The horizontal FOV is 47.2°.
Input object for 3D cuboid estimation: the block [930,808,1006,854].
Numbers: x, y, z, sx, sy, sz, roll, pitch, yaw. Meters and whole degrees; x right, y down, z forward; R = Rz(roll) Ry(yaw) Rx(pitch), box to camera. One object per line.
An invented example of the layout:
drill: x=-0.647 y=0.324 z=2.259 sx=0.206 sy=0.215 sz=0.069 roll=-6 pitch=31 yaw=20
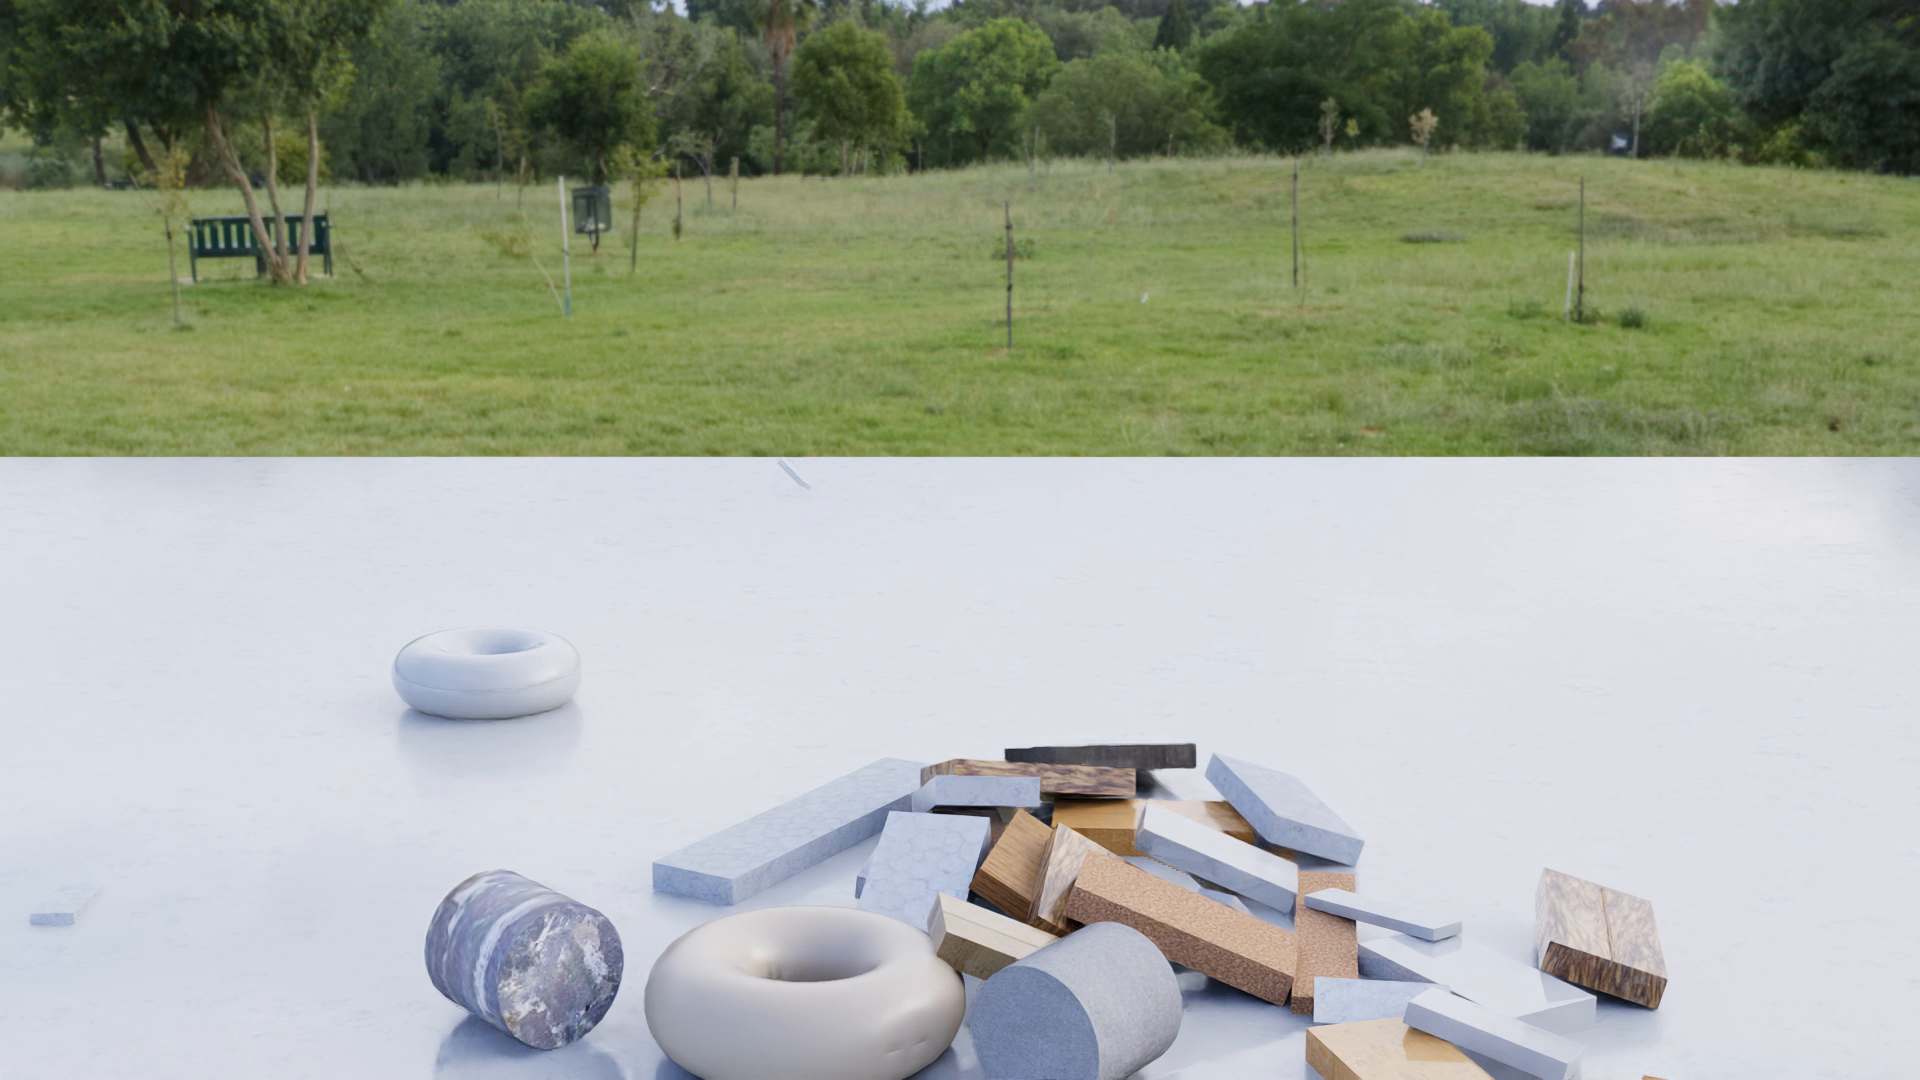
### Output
block: x=0.024 y=0.505 z=3.634 sx=0.116 sy=0.033 sz=0.232 roll=4 pitch=15 yaw=-10

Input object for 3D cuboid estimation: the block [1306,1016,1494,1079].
block: x=0.604 y=0.719 z=2.846 sx=0.165 sy=0.047 sz=0.387 roll=-3 pitch=11 yaw=-15

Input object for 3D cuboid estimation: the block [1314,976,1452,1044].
block: x=0.596 y=0.665 z=3.108 sx=0.191 sy=0.027 sz=0.095 roll=2 pitch=30 yaw=9

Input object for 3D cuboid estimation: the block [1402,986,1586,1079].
block: x=0.725 y=0.671 z=2.985 sx=0.222 sy=0.031 sz=0.111 roll=18 pitch=8 yaw=27

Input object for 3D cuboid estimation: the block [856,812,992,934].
block: x=-0.063 y=0.550 z=3.419 sx=0.165 sy=0.047 sz=0.330 roll=2 pitch=33 yaw=12

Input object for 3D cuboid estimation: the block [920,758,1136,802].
block: x=0.123 y=0.442 z=4.017 sx=0.352 sy=0.050 sz=0.176 roll=5 pitch=-13 yaw=-21

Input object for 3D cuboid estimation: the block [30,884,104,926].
block: x=-1.458 y=0.594 z=3.591 sx=0.070 sy=0.020 sz=0.139 roll=0 pitch=11 yaw=-3

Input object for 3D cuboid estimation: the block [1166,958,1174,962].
block: x=0.333 y=0.631 z=3.397 sx=0.130 sy=0.018 sz=0.065 roll=-2 pitch=11 yaw=-9

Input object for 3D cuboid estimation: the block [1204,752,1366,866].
block: x=0.576 y=0.479 z=3.939 sx=0.172 sy=0.049 sz=0.345 roll=17 pitch=9 yaw=-16

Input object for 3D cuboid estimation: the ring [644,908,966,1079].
ring: x=-0.214 y=0.632 z=3.047 sx=0.446 sy=0.149 sz=0.446 roll=1 pitch=10 yaw=0

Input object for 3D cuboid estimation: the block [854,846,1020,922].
block: x=0.038 y=0.568 z=3.543 sx=0.391 sy=0.039 sz=0.136 roll=9 pitch=15 yaw=10

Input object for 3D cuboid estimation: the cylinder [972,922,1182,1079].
cylinder: x=0.155 y=0.630 z=2.904 sx=0.201 sy=0.201 sz=0.201 roll=8 pitch=13 yaw=36

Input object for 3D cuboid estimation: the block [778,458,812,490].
block: x=-0.584 y=-0.233 z=7.789 sx=0.140 sy=0.020 sz=0.070 roll=45 pitch=9 yaw=32

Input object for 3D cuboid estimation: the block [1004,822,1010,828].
block: x=0.048 y=0.515 z=3.839 sx=0.139 sy=0.020 sz=0.070 roll=0 pitch=10 yaw=-2

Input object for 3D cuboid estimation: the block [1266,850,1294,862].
block: x=0.501 y=0.555 z=3.799 sx=0.148 sy=0.021 sz=0.074 roll=2 pitch=11 yaw=8

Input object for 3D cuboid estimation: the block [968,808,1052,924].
block: x=0.112 y=0.523 z=3.488 sx=0.136 sy=0.039 sz=0.272 roll=32 pitch=19 yaw=6

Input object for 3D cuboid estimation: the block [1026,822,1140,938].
block: x=0.196 y=0.561 z=3.385 sx=0.165 sy=0.047 sz=0.330 roll=30 pitch=19 yaw=-2

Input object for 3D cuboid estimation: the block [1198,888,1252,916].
block: x=0.423 y=0.584 z=3.424 sx=0.065 sy=0.018 sz=0.130 roll=6 pitch=-29 yaw=38

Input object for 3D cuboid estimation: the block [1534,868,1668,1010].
block: x=0.972 y=0.601 z=3.350 sx=0.172 sy=0.049 sz=0.345 roll=17 pitch=13 yaw=10

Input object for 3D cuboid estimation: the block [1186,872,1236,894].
block: x=0.456 y=0.557 z=3.700 sx=0.149 sy=0.021 sz=0.074 roll=-11 pitch=42 yaw=-44

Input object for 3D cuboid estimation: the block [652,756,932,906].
block: x=-0.258 y=0.513 z=3.956 sx=0.166 sy=0.047 sz=0.733 roll=6 pitch=12 yaw=30

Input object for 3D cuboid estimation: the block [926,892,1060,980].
block: x=0.116 y=0.604 z=3.124 sx=0.327 sy=0.046 sz=0.163 roll=22 pitch=8 yaw=-8

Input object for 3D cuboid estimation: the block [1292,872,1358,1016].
block: x=0.569 y=0.621 z=3.426 sx=0.095 sy=0.027 sz=0.551 roll=2 pitch=11 yaw=9

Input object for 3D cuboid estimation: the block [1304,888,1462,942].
block: x=0.659 y=0.584 z=3.438 sx=0.065 sy=0.018 sz=0.270 roll=-7 pitch=8 yaw=-36

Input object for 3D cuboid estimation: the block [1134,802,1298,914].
block: x=0.425 y=0.524 z=3.639 sx=0.272 sy=0.039 sz=0.136 roll=23 pitch=14 yaw=3

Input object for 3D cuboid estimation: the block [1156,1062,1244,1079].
block: x=0.184 y=0.747 z=2.697 sx=0.473 sy=0.046 sz=0.163 roll=-8 pitch=13 yaw=-36

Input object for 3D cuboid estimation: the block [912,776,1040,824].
block: x=0.023 y=0.458 z=3.857 sx=0.176 sy=0.050 sz=0.352 roll=2 pitch=-12 yaw=-8

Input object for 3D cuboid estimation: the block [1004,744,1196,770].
block: x=0.271 y=0.420 z=4.226 sx=0.331 sy=0.047 sz=0.166 roll=2 pitch=-8 yaw=-30

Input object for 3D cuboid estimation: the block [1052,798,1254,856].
block: x=0.343 y=0.515 z=3.937 sx=0.352 sy=0.050 sz=0.176 roll=1 pitch=11 yaw=4

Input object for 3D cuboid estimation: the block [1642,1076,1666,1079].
block: x=0.897 y=0.741 z=2.770 sx=0.111 sy=0.031 sz=0.222 roll=5 pitch=12 yaw=27

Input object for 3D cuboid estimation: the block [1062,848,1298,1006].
block: x=0.333 y=0.576 z=3.290 sx=0.345 sy=0.049 sz=0.172 roll=22 pitch=14 yaw=6

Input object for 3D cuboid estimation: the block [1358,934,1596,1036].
block: x=0.750 y=0.650 z=3.218 sx=0.163 sy=0.046 sz=0.327 roll=-6 pitch=12 yaw=-28

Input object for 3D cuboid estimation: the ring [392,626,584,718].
ring: x=-1.049 y=0.292 z=4.893 sx=0.421 sy=0.140 sz=0.421 roll=1 pitch=11 yaw=0

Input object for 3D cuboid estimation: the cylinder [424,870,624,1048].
cylinder: x=-0.617 y=0.590 z=3.111 sx=0.202 sy=0.202 sz=0.202 roll=-9 pitch=14 yaw=-41
